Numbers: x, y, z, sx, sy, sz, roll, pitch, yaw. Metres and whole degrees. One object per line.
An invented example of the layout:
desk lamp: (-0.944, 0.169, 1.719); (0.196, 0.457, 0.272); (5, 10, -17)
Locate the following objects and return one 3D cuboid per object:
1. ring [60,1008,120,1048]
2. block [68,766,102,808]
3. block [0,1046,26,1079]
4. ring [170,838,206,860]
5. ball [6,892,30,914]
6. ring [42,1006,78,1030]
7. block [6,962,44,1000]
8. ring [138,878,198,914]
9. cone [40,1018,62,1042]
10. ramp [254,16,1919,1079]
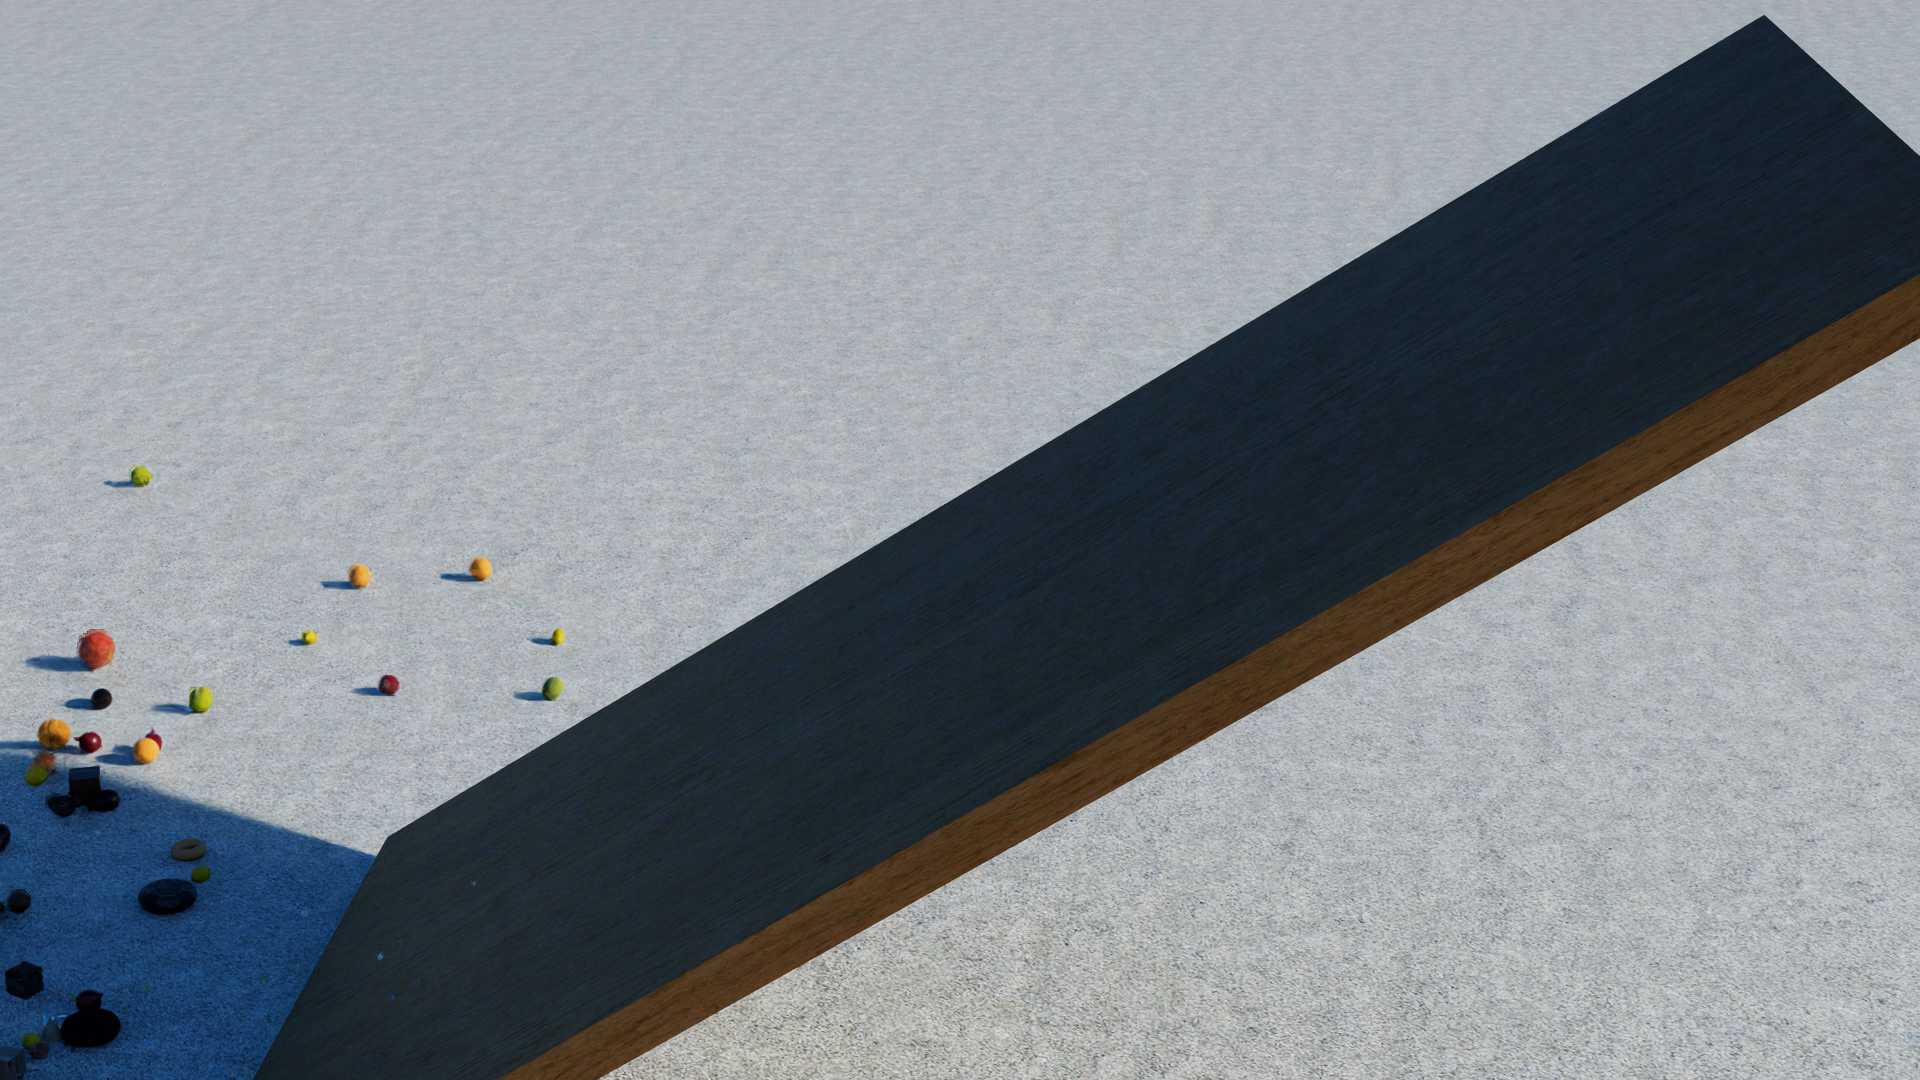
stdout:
ring: (-2.034, 1.142, 6.879); (0.136, 0.045, 0.136); (1, 21, 0)
block: (-2.404, 0.678, 8.088); (0.080, 0.080, 0.080); (-5, 21, -14)
block: (-2.175, 1.197, 6.710); (0.057, 0.057, 0.057); (7, 21, 18)
ring: (-2.039, 0.819, 7.775); (0.094, 0.031, 0.094); (-1, 21, 0)
ball: (-2.390, 0.920, 7.465); (0.056, 0.056, 0.056); (0, 20, 0)
ring: (-2.121, 1.127, 6.942); (0.087, 0.029, 0.087); (1, 21, 0)
block: (-2.251, 1.060, 7.078); (0.060, 0.060, 0.060); (11, 23, 28)
ring: (-2.022, 0.909, 7.505); (0.147, 0.049, 0.147); (1, 19, 0)
cone: (-2.126, 1.137, 6.879); (0.053, 0.053, 0.053); (0, 20, 0)
ramp: (0.140, 0.170, 6.295); (4.000, 0.100, 2.000); (-31, 15, 14)
